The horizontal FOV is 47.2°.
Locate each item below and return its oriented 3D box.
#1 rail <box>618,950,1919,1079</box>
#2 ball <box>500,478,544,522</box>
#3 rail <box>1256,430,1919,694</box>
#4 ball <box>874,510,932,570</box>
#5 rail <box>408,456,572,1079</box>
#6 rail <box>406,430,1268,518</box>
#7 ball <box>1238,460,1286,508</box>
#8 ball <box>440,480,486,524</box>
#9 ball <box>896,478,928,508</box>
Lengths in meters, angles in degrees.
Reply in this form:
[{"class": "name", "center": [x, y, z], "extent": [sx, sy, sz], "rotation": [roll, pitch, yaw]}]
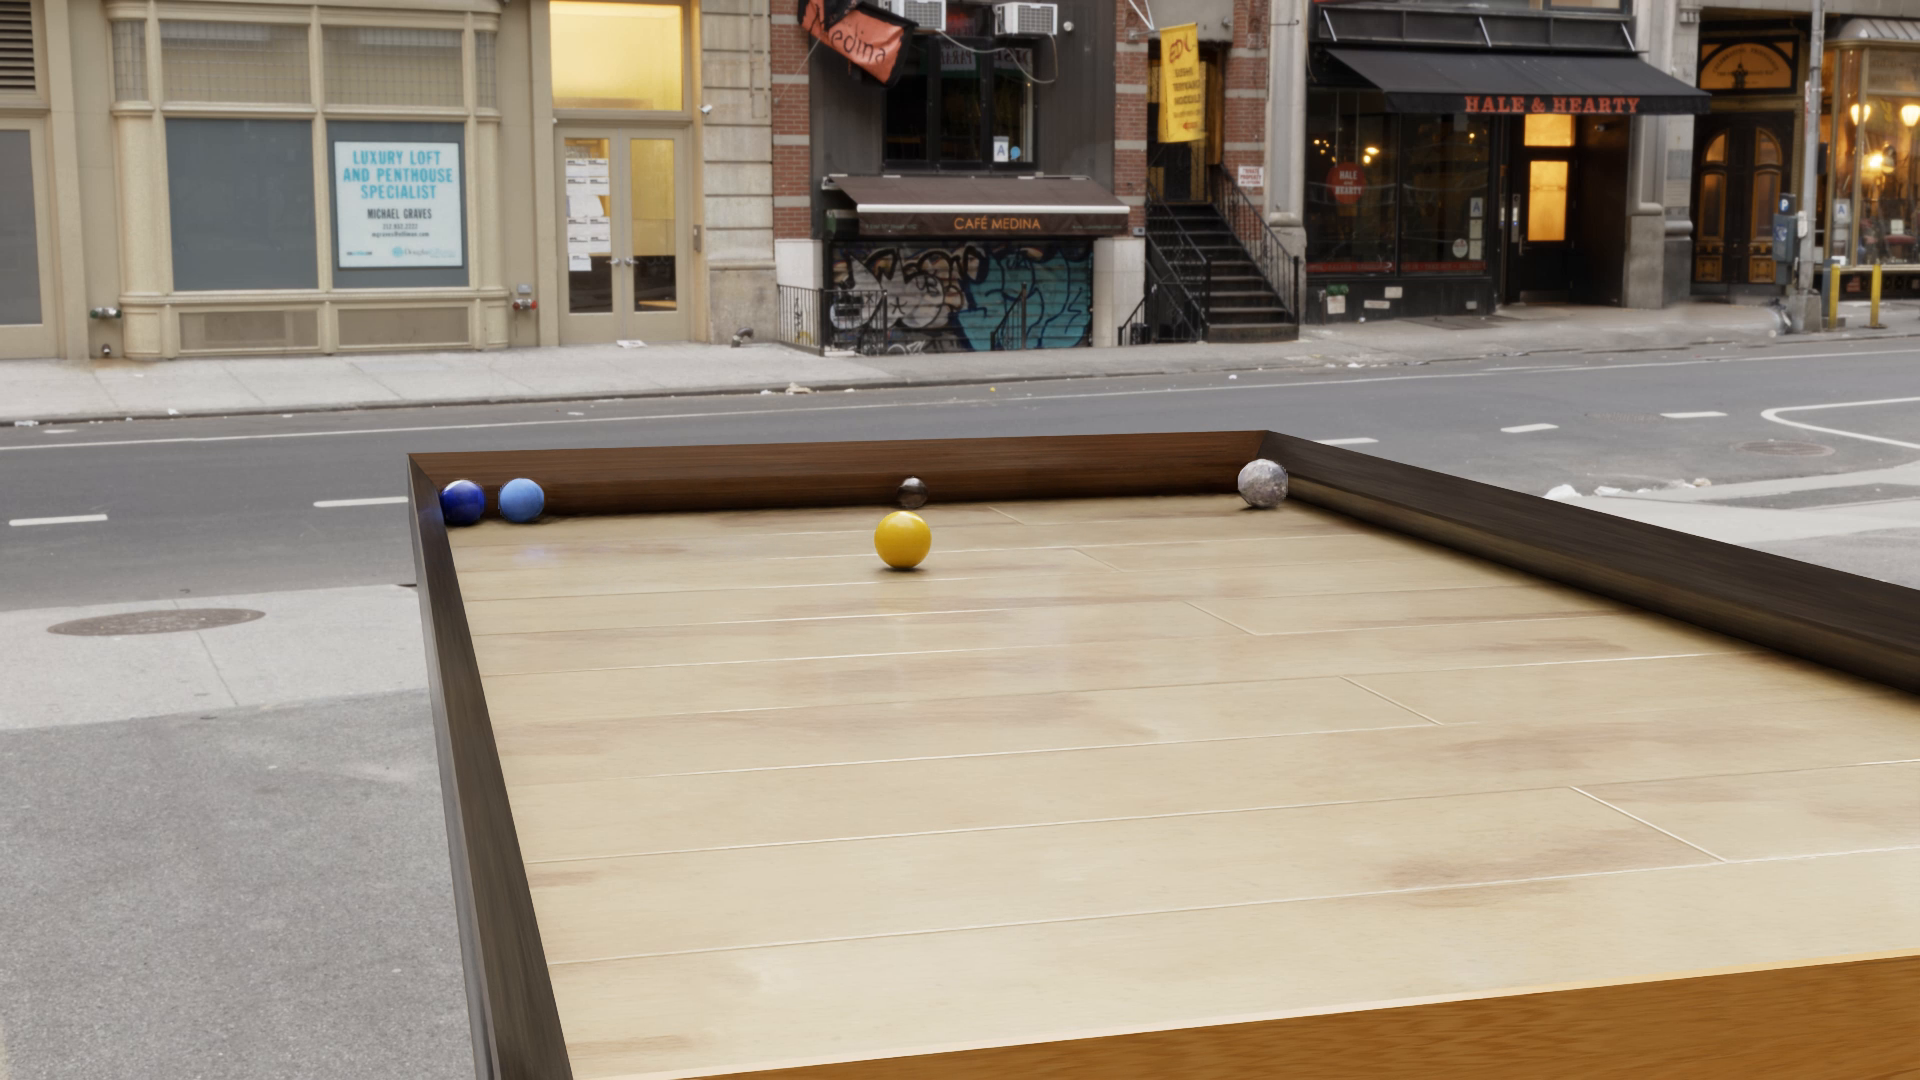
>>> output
[{"class": "rail", "center": [0.537, 0.282, 1.262], "extent": [1.572, 0.113, 0.045], "rotation": [-2, 9, -15]}, {"class": "ball", "center": [-0.740, -0.067, 3.718], "extent": [0.075, 0.075, 0.075], "rotation": [0, 9, 0]}, {"class": "rail", "center": [0.918, 0.053, 2.786], "extent": [0.045, 0.113, 2.831], "rotation": [-2, 9, -15]}, {"class": "ball", "center": [-0.084, 0.000, 3.239], "extent": [0.086, 0.086, 0.086], "rotation": [0, 9, 0]}, {"class": "rail", "center": [-0.556, 0.111, 2.400], "extent": [0.045, 0.113, 2.831], "rotation": [-2, 9, -15]}, {"class": "rail", "center": [-0.175, -0.117, 3.924], "extent": [1.572, 0.113, 0.045], "rotation": [-2, 9, -15]}, {"class": "ball", "center": [0.536, -0.100, 3.902], "extent": [0.087, 0.087, 0.087], "rotation": [0, 9, 0]}, {"class": "ball", "center": [-0.836, -0.063, 3.696], "extent": [0.075, 0.075, 0.075], "rotation": [0, 9, 0]}, {"class": "ball", "center": [-0.085, -0.084, 3.906], "extent": [0.054, 0.054, 0.054], "rotation": [0, 9, 0]}]
